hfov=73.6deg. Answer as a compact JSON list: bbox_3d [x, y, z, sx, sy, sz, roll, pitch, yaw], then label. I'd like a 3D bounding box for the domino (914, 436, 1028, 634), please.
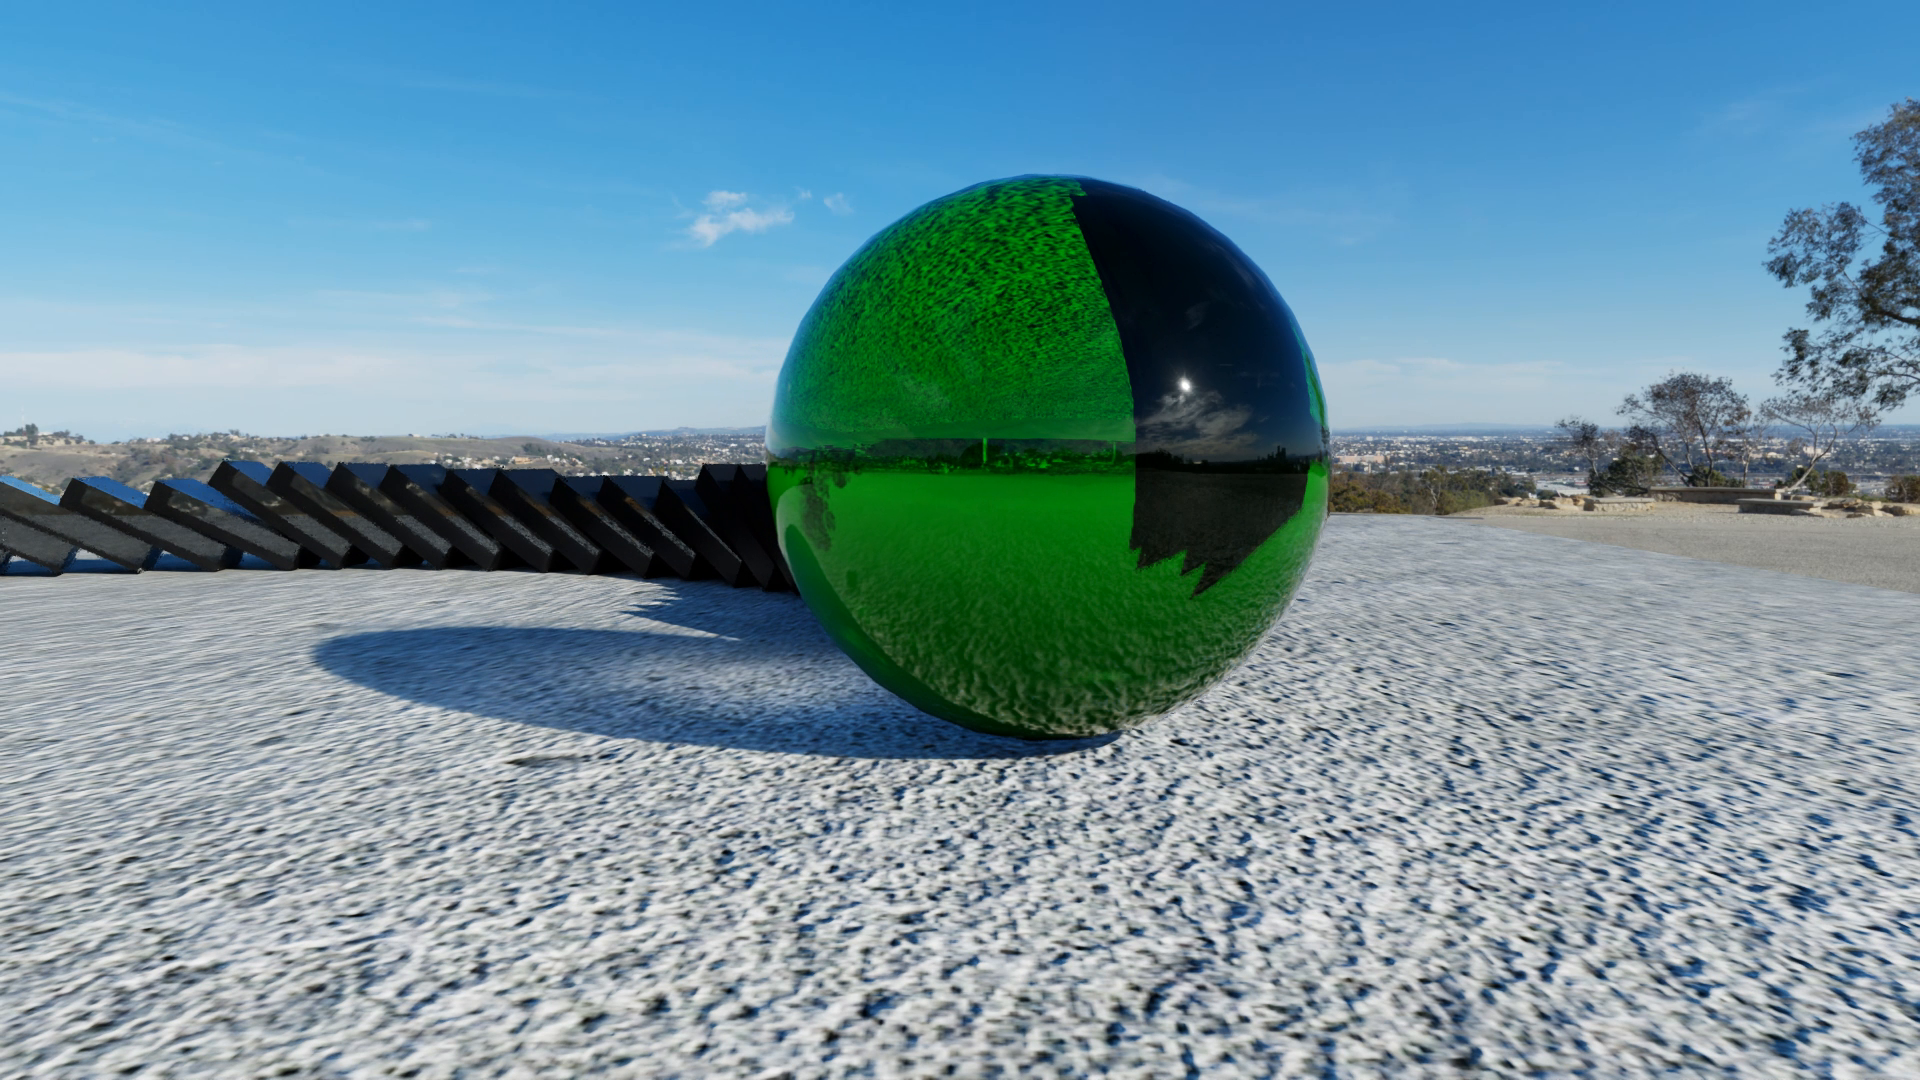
[{"bbox_3d":[0.002,-0.002,0.298,0.025,0.050,0.010,0,-36,-1],"label":"domino"}]

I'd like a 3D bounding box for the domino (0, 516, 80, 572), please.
[{"bbox_3d":[-0.311,-0.006,0.410,0.050,0.009,0.025,30,-11,-26],"label":"domino"}]

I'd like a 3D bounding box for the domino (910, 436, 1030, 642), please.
[{"bbox_3d":[0.002,-0.001,0.286,0.025,0.050,0.009,0,-36,0],"label":"domino"}]

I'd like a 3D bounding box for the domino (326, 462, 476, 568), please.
[{"bbox_3d":[-0.191,-0.009,0.445,0.050,0.009,0.025,35,8,7],"label":"domino"}]

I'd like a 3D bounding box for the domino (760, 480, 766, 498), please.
[{"bbox_3d":[-0.035,-0.003,0.362,0.025,0.010,0.050,1,37,-34],"label":"domino"}]

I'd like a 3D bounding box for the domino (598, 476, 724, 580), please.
[{"bbox_3d":[-0.092,-0.005,0.414,0.050,0.009,0.025,36,22,31],"label":"domino"}]

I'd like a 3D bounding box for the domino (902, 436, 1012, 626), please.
[{"bbox_3d":[-0.001,-0.003,0.310,0.025,0.050,0.009,0,-36,-1],"label":"domino"}]

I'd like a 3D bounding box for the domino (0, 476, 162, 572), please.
[{"bbox_3d":[-0.292,-0.005,0.422,0.050,0.009,0.025,28,-8,-20],"label":"domino"}]

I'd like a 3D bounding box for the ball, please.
[{"bbox_3d":[0.012,-0.011,0.185,0.080,0.080,0.080,0,4,0],"label":"ball"}]

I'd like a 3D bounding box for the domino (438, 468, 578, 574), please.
[{"bbox_3d":[-0.150,-0.007,0.439,0.050,0.009,0.025,34,16,17],"label":"domino"}]

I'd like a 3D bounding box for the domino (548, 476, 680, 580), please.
[{"bbox_3d":[-0.109,-0.005,0.424,0.050,0.009,0.025,34,21,26],"label":"domino"}]

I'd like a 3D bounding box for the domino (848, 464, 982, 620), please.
[{"bbox_3d":[-0.013,-0.001,0.328,0.025,0.009,0.050,-1,41,-15],"label":"domino"}]

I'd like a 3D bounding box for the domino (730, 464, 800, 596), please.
[{"bbox_3d":[-0.045,-0.004,0.375,0.025,0.010,0.050,-1,38,-36],"label":"domino"}]

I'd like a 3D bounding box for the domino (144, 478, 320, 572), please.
[{"bbox_3d":[-0.246,-0.006,0.439,0.050,0.010,0.025,26,1,-7],"label":"domino"}]

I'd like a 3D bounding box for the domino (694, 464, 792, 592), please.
[{"bbox_3d":[-0.058,-0.005,0.387,0.025,0.009,0.050,-2,39,-40],"label":"domino"}]

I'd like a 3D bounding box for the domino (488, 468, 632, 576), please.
[{"bbox_3d":[-0.132,-0.007,0.433,0.050,0.010,0.025,35,18,20],"label":"domino"}]

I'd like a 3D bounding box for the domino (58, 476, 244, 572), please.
[{"bbox_3d":[-0.270,-0.006,0.432,0.050,0.009,0.025,27,-2,-13],"label":"domino"}]

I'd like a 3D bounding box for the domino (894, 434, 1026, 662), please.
[{"bbox_3d":[0.000,0.001,0.261,0.025,0.050,0.010,0,-36,-1],"label":"domino"}]

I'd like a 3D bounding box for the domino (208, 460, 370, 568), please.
[{"bbox_3d":[-0.228,-0.009,0.442,0.050,0.010,0.025,34,0,-4],"label":"domino"}]

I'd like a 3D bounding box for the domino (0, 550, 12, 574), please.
[{"bbox_3d":[-0.326,-0.003,0.400,0.050,0.009,0.025,28,-11,-29],"label":"domino"}]

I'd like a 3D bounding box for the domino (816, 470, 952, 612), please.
[{"bbox_3d":[-0.021,-0.001,0.344,0.025,0.010,0.050,-1,37,-19],"label":"domino"}]

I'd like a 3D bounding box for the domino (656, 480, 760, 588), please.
[{"bbox_3d":[-0.071,-0.003,0.401,0.025,0.010,0.050,-4,33,-43],"label":"domino"}]

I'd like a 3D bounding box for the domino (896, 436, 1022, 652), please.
[{"bbox_3d":[0.000,0.000,0.273,0.025,0.050,0.009,0,-36,-1],"label":"domino"}]

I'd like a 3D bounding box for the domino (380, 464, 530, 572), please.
[{"bbox_3d":[-0.172,-0.008,0.443,0.050,0.009,0.025,35,12,11],"label":"domino"}]

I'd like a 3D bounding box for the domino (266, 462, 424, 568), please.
[{"bbox_3d":[-0.210,-0.009,0.444,0.050,0.009,0.025,34,3,1],"label":"domino"}]
